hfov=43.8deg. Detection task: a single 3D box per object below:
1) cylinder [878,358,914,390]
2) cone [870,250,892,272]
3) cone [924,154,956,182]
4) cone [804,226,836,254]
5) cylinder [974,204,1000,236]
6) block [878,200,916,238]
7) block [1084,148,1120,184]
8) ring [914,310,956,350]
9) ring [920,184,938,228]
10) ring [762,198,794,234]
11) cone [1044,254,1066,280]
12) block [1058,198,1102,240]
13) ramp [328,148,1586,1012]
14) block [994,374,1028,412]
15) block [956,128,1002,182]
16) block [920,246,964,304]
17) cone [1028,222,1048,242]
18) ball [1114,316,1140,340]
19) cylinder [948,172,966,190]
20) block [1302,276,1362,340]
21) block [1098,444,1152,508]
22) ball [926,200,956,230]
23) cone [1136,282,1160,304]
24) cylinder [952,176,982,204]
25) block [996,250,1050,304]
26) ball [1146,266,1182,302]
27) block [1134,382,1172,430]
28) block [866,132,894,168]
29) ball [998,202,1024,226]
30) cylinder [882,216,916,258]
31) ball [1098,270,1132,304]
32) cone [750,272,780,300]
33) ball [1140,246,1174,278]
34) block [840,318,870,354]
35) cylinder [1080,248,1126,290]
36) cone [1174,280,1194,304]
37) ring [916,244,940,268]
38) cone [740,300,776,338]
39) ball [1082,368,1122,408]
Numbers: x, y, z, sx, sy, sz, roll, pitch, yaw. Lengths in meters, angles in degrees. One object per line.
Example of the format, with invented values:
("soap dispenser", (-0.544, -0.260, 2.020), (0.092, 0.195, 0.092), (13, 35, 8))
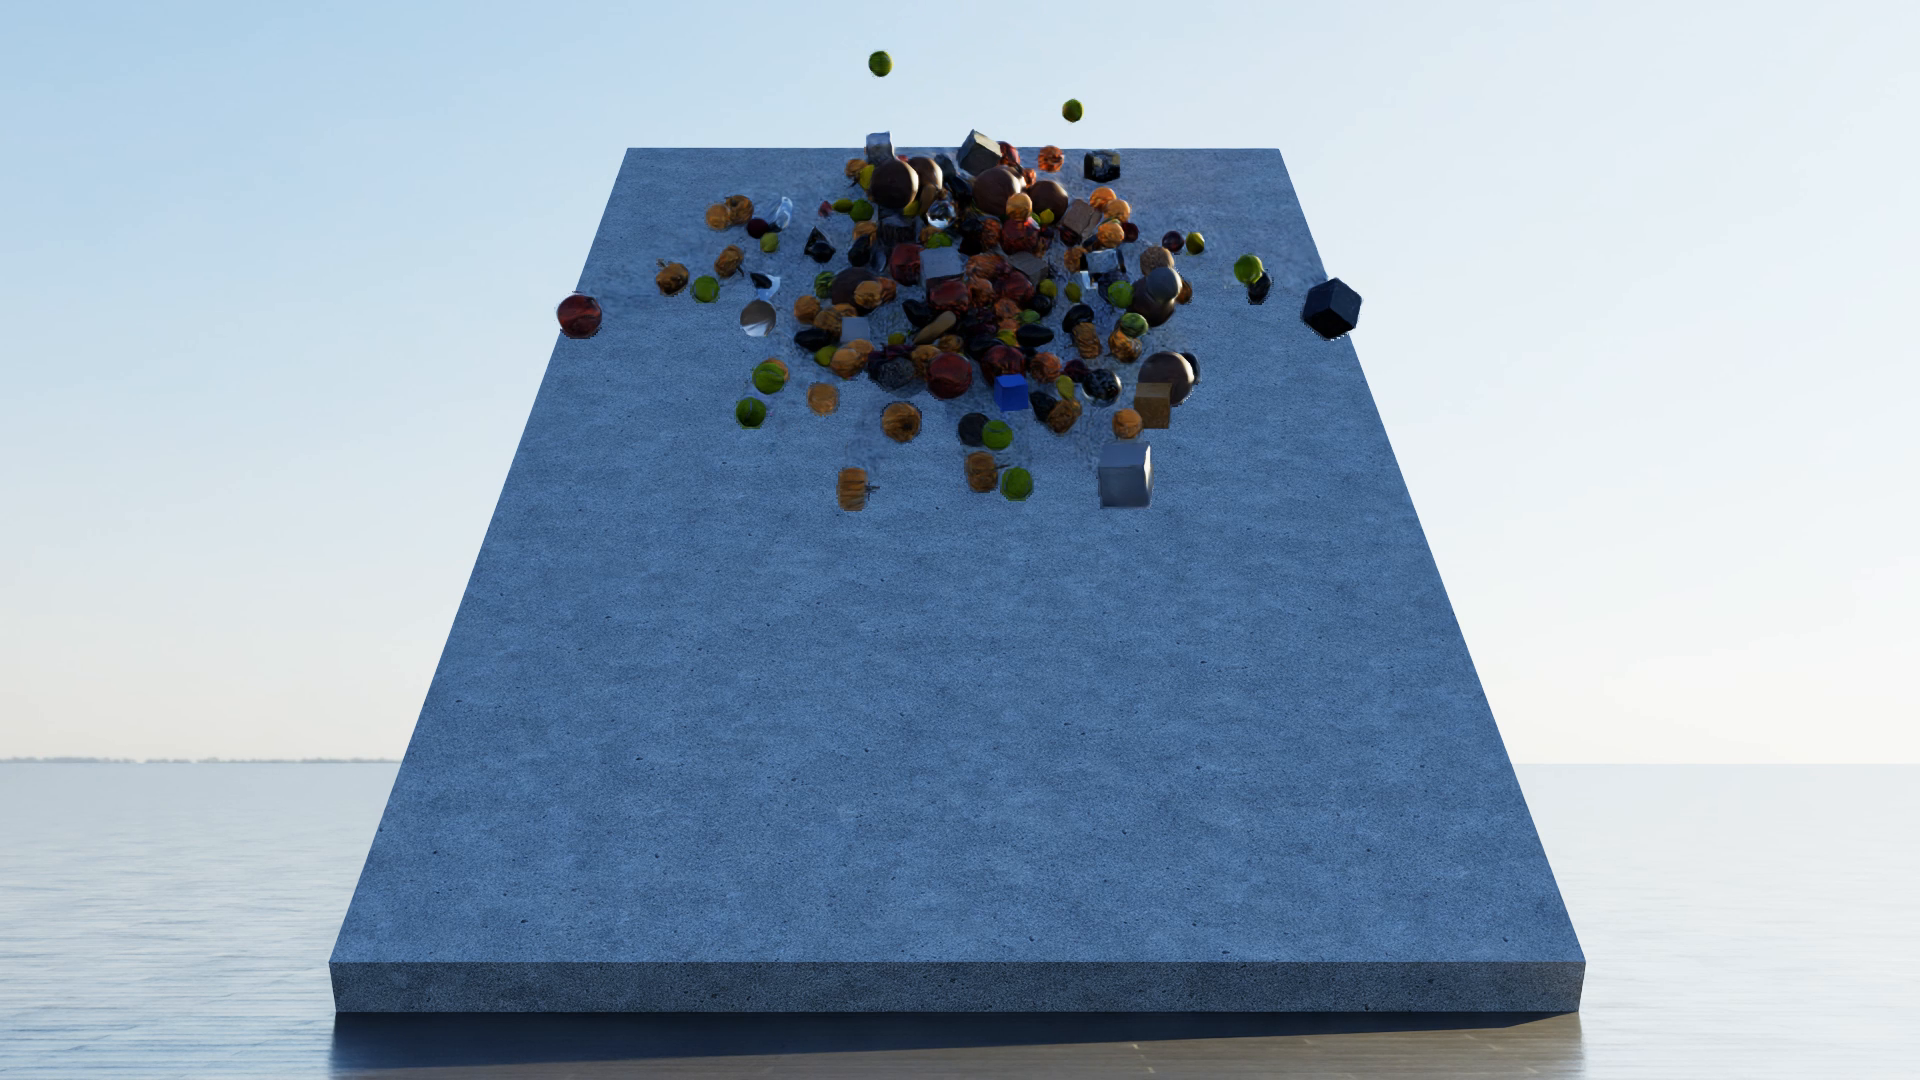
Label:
("cylinder", (-0.152, -0.394, 5.664), (0.069, 0.069, 0.069), (-2, 13, 20))
("cone", (-0.201, -0.746, 6.432), (0.057, 0.057, 0.057), (-4, -8, 39))
("cone", (-0.072, -1.033, 6.760), (0.087, 0.087, 0.087), (-40, 18, -31))
("cone", (-0.371, -0.799, 6.490), (0.083, 0.083, 0.083), (22, -10, -12))
("cylinder", (0.074, -0.884, 6.603), (0.062, 0.062, 0.062), (-11, -43, -10))
("block", (-0.177, -0.884, 6.618), (0.088, 0.088, 0.088), (-6, 34, -12))
("block", (0.421, -1.107, 7.066), (0.073, 0.073, 0.073), (-23, 36, -36))
("ring", (-0.061, -0.515, 5.852), (0.125, 0.042, 0.125), (-39, 4, 4))
("ring", (-0.083, -0.922, 6.583), (0.039, 0.117, 0.117), (-2, -6, 9))
("ring", (-0.507, -0.902, 6.651), (0.038, 0.113, 0.113), (28, -21, -34))
("cone", (0.248, -0.710, 6.333), (0.077, 0.077, 0.077), (31, -7, -2))
("block", (0.319, -0.853, 6.332), (0.079, 0.079, 0.079), (32, 3, -9))
("ramp", (-0.011, -0.223, 5.582), (2.000, 0.100, 4.000), (0, 28, 0))
("block", (0.122, -0.348, 5.644), (0.064, 0.064, 0.064), (-8, 29, -14))
("block", (0.054, -1.112, 6.894), (0.091, 0.091, 0.091), (27, 27, -21))
("block", (-0.048, -0.676, 6.067), (0.095, 0.095, 0.095), (-9, -34, -7))
("cone", (0.220, -0.861, 6.611), (0.057, 0.057, 0.057), (2, 21, -1))
("ball", (0.420, -0.533, 5.996), (0.062, 0.062, 0.062), (0, -5, 0))
("cylinder", (-0.004, -1.037, 6.940), (0.051, 0.051, 0.051), (-20, -5, 0))
("block", (0.876, -0.544, 5.612), (0.090, 0.090, 0.090), (34, -32, -27))
("block", (0.357, -0.139, 5.136), (0.100, 0.100, 0.100), (-2, 30, 11))
("ball", (-0.048, -0.829, 6.079), (0.074, 0.074, 0.074), (0, -5, 0))
("cone", (0.495, -0.662, 6.226), (0.072, 0.072, 0.072), (-2, 30, 1))
("cylinder", (0.020, -1.006, 6.874), (0.063, 0.063, 0.063), (-25, 5, -22))
("block", (0.164, -0.688, 6.237), (0.090, 0.090, 0.090), (34, 41, 26))
("ball", (0.490, -0.615, 5.750), (0.086, 0.086, 0.086), (0, -5, 0))
("block", (0.449, -0.313, 5.563), (0.080, 0.080, 0.080), (4, 28, 6))
("block", (-0.237, -1.159, 7.086), (0.076, 0.076, 0.076), (-7, 35, 3))
("ball", (0.140, -0.903, 6.609), (0.070, 0.070, 0.070), (0, -5, 0))
("cylinder", (-0.167, -0.830, 6.522), (0.090, 0.090, 0.090), (0, 28, 0))
("ball", (0.401, -0.659, 6.206), (0.088, 0.088, 0.088), (0, -5, 0))
("cone", (-0.523, -0.677, 6.207), (0.080, 0.080, 0.080), (-5, -35, 45))
("ball", (0.501, -0.707, 6.086), (0.088, 0.088, 0.088), (0, -5, 0))
("block", (-0.258, -0.504, 5.905), (0.066, 0.066, 0.066), (0, -27, 2))
("cylinder", (0.376, -0.715, 6.286), (0.096, 0.096, 0.096), (-10, -3, -10))
("cone", (0.592, -0.658, 6.226), (0.068, 0.068, 0.068), (-4, 18, 39))
("ring", (-0.080, -0.759, 6.420), (0.080, 0.080, 0.027), (-2, -25, 21))
("cone", (-0.496, -0.558, 6.057), (0.096, 0.096, 0.096), (-1, 0, 15))
("ball", (0.319, -0.342, 5.373), (0.090, 0.090, 0.090), (0, -5, 0))
